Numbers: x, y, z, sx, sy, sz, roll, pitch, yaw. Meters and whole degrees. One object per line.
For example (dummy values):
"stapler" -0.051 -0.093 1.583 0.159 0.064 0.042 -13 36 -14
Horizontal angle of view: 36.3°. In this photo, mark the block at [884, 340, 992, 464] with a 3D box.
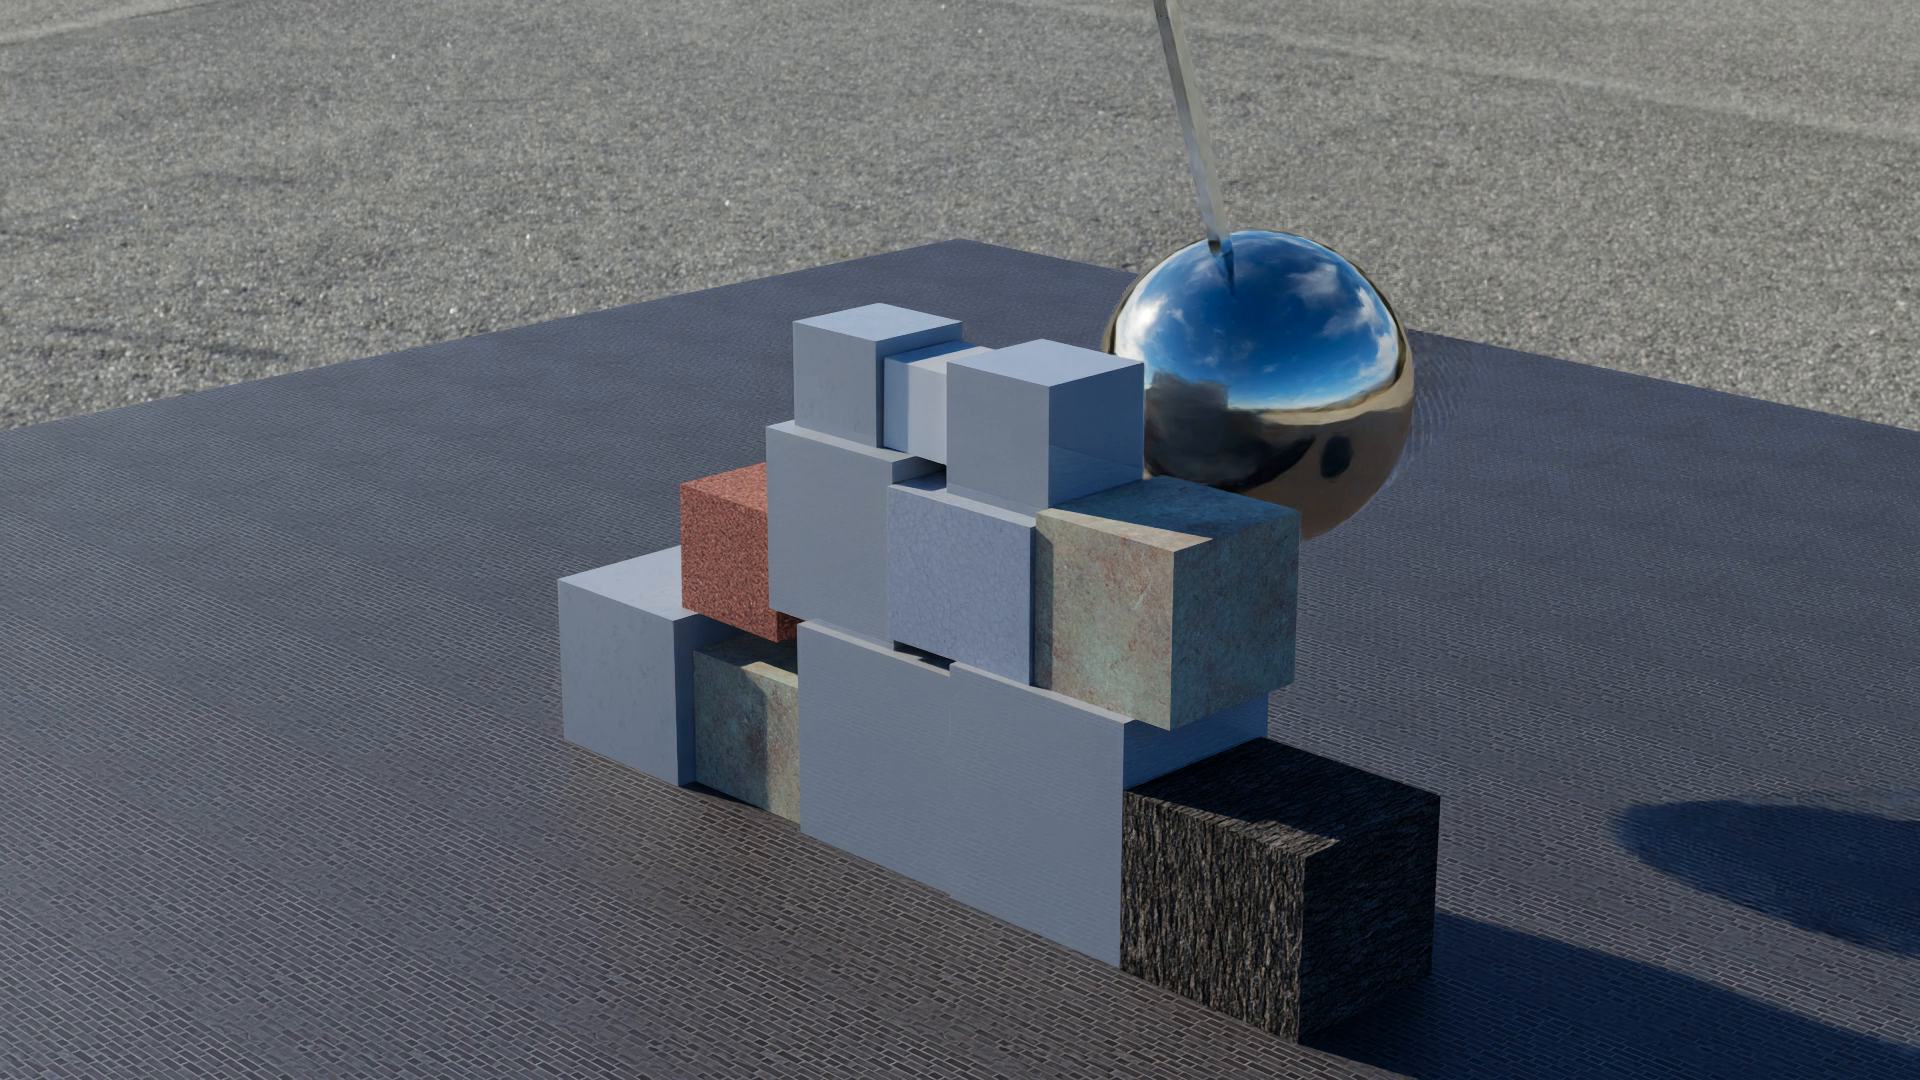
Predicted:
"block" -0.012 -0.616 13.174 0.467 0.412 0.466 -17 25 -42

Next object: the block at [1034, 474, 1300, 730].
"block" 0.882 0.250 12.525 0.814 0.776 0.771 -17 24 -42

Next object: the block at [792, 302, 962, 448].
"block" -0.378 -0.767 13.519 0.549 0.493 0.552 -17 24 -42

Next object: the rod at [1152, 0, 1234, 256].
"rod" 0.636 -3.544 12.894 0.080 5.200 0.080 17 44 42

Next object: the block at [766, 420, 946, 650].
"block" -0.324 -0.095 13.680 0.782 0.887 0.847 -17 24 -42

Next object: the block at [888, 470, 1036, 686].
"block" 0.281 0.106 13.086 0.831 0.713 0.875 -17 24 -42

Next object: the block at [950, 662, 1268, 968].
"block" 0.654 1.087 13.021 0.951 1.119 1.027 -17 24 -42

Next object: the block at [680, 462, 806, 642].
"block" -0.875 0.037 14.299 0.675 0.632 0.702 -17 25 -42

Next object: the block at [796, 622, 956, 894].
"block" -0.080 0.903 13.728 0.892 1.045 1.023 -17 24 -42

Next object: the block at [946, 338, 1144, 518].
"block" 0.371 -0.490 12.807 0.603 0.592 0.613 -17 24 -42

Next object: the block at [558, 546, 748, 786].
"block" -1.361 0.602 14.985 0.997 0.866 0.914 -17 24 -42

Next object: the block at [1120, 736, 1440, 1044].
"block" 1.343 1.450 12.364 0.900 0.819 0.967 -17 24 -42

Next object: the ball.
"ball" 1.467 -0.750 14.644 1.600 1.600 1.600 0 17 0

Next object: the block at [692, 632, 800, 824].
"block" -0.738 0.872 14.416 0.777 0.691 0.829 -17 24 -42
